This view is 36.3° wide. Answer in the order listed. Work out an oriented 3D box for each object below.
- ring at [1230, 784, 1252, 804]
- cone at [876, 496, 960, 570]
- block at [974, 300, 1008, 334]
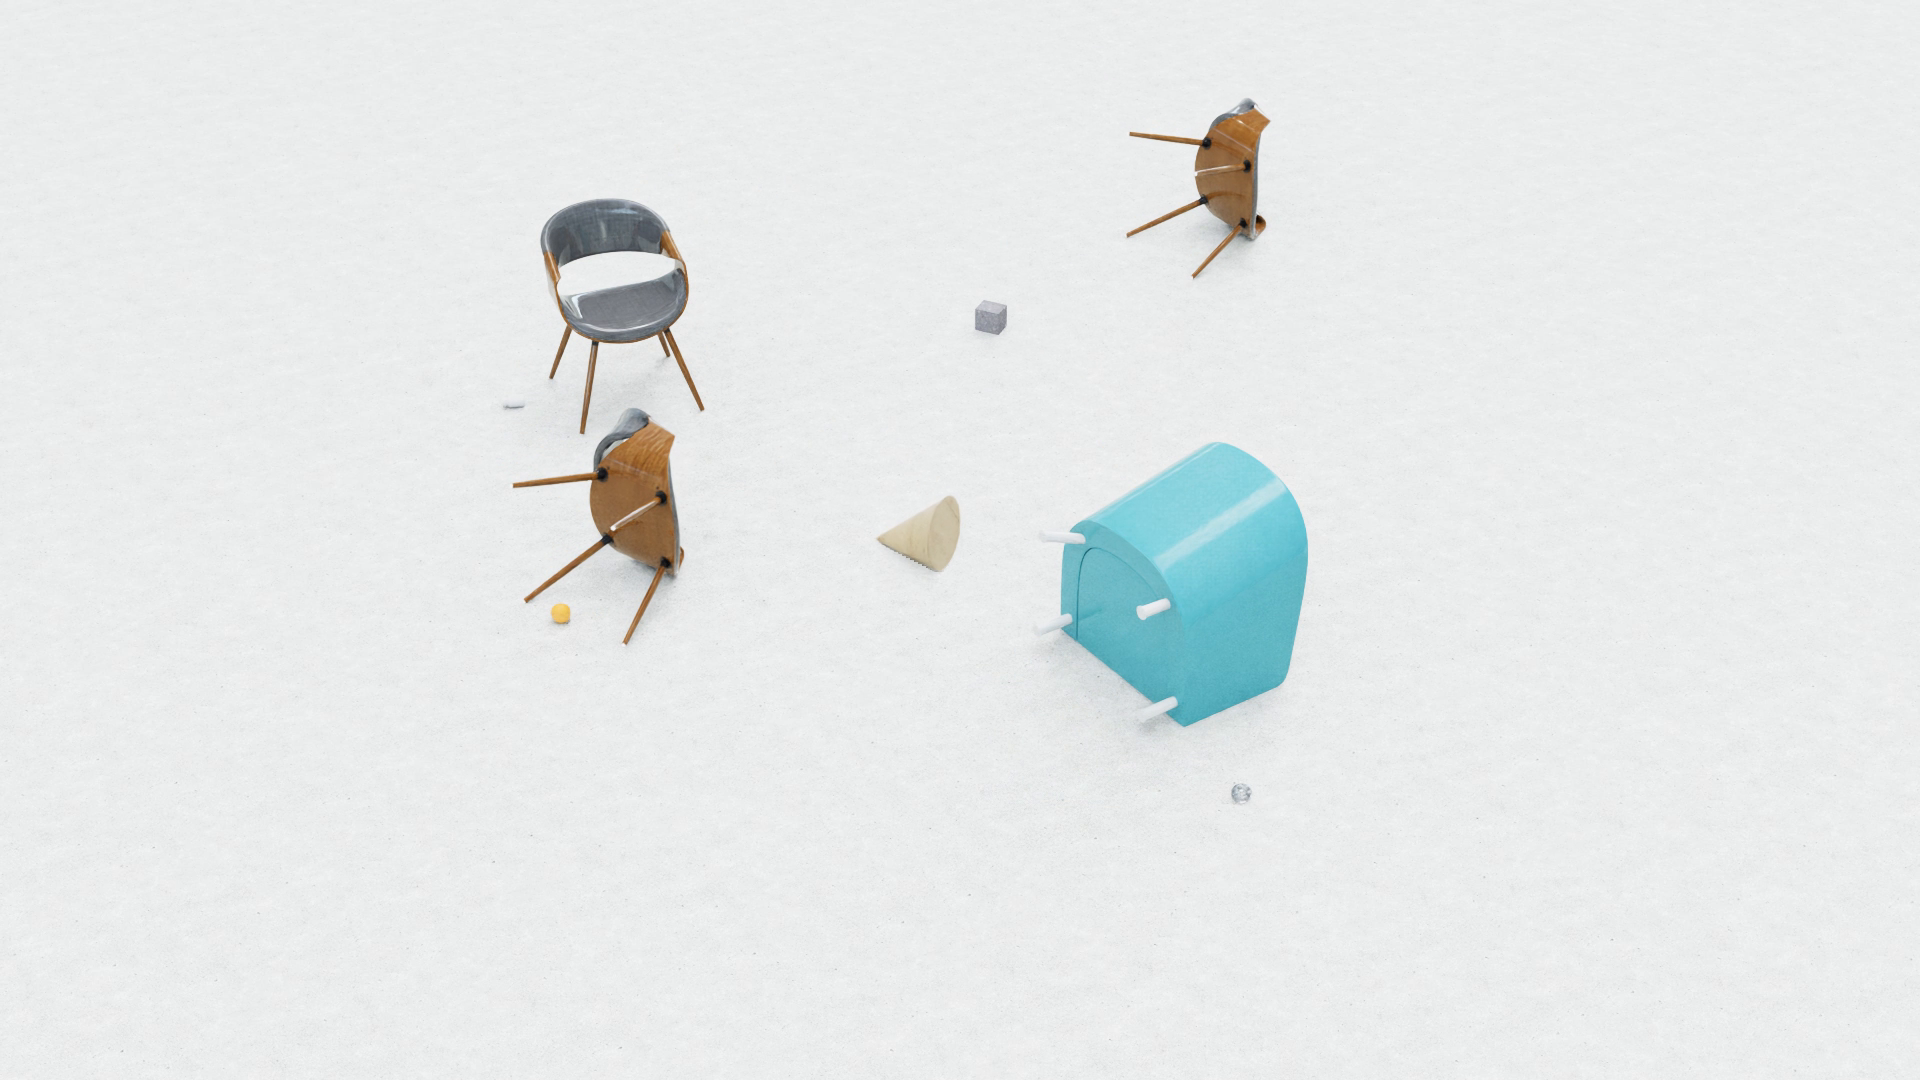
[{"bbox_3d":[0.928,0.834,9.657,0.071,0.024,0.096,3,33,7],"label":"ring"},{"bbox_3d":[-0.188,-0.017,10.879,0.303,0.193,0.323,-5,48,29],"label":"cone"},{"bbox_3d":[0.130,-0.931,12.267,0.107,0.100,0.087,14,36,21],"label":"block"}]
